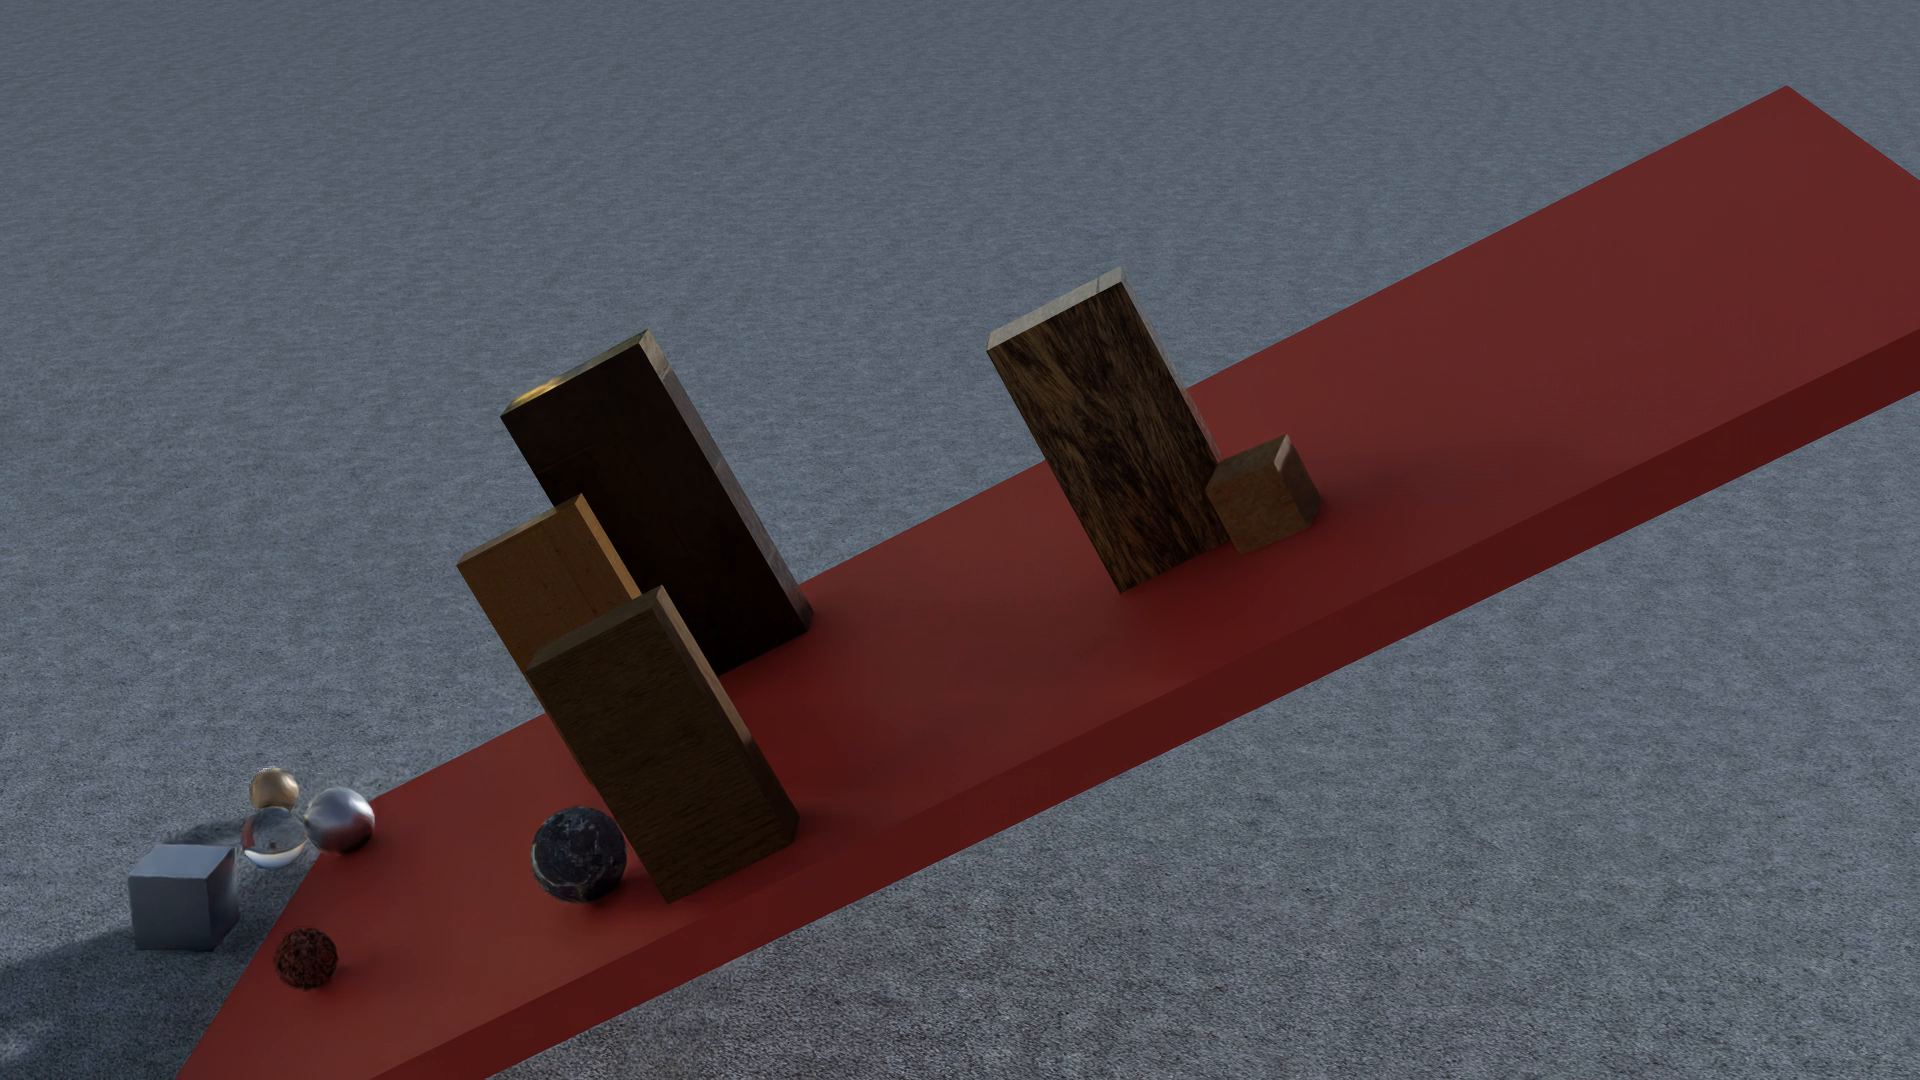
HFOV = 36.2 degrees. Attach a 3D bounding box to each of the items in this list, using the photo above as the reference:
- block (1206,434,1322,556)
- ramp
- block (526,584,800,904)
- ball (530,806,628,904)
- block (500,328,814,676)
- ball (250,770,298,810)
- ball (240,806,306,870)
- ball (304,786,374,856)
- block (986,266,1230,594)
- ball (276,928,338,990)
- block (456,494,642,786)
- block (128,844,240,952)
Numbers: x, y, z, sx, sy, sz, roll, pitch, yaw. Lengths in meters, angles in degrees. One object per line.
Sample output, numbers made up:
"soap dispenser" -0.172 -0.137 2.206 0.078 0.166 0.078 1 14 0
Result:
"block" 0.595 -0.089 5.763 0.151 0.151 0.151 -23 15 25
"ramp" 0.141 0.167 6.282 4.000 0.100 2.000 -27 14 11
"block" -0.560 0.390 5.578 0.274 0.532 0.135 -27 14 11
"ball" -0.757 0.626 5.848 0.191 0.191 0.191 0 18 0
"block" -0.705 -0.056 6.899 0.374 0.786 0.144 -27 14 11
"ball" -1.816 0.670 7.798 0.124 0.124 0.124 0 18 0
"ball" -1.661 0.722 7.117 0.154 0.154 0.154 0 18 0
"ball" -1.515 0.687 7.180 0.167 0.167 0.167 0 18 0
"block" 0.322 -0.220 5.897 0.300 0.568 0.147 -27 14 11
"ball" -1.398 0.896 6.292 0.130 0.130 0.130 0 18 0
"block" -0.836 0.225 6.578 0.308 0.590 0.083 -27 14 11
"block" -1.865 0.861 7.080 0.191 0.191 0.191 1 18 6
